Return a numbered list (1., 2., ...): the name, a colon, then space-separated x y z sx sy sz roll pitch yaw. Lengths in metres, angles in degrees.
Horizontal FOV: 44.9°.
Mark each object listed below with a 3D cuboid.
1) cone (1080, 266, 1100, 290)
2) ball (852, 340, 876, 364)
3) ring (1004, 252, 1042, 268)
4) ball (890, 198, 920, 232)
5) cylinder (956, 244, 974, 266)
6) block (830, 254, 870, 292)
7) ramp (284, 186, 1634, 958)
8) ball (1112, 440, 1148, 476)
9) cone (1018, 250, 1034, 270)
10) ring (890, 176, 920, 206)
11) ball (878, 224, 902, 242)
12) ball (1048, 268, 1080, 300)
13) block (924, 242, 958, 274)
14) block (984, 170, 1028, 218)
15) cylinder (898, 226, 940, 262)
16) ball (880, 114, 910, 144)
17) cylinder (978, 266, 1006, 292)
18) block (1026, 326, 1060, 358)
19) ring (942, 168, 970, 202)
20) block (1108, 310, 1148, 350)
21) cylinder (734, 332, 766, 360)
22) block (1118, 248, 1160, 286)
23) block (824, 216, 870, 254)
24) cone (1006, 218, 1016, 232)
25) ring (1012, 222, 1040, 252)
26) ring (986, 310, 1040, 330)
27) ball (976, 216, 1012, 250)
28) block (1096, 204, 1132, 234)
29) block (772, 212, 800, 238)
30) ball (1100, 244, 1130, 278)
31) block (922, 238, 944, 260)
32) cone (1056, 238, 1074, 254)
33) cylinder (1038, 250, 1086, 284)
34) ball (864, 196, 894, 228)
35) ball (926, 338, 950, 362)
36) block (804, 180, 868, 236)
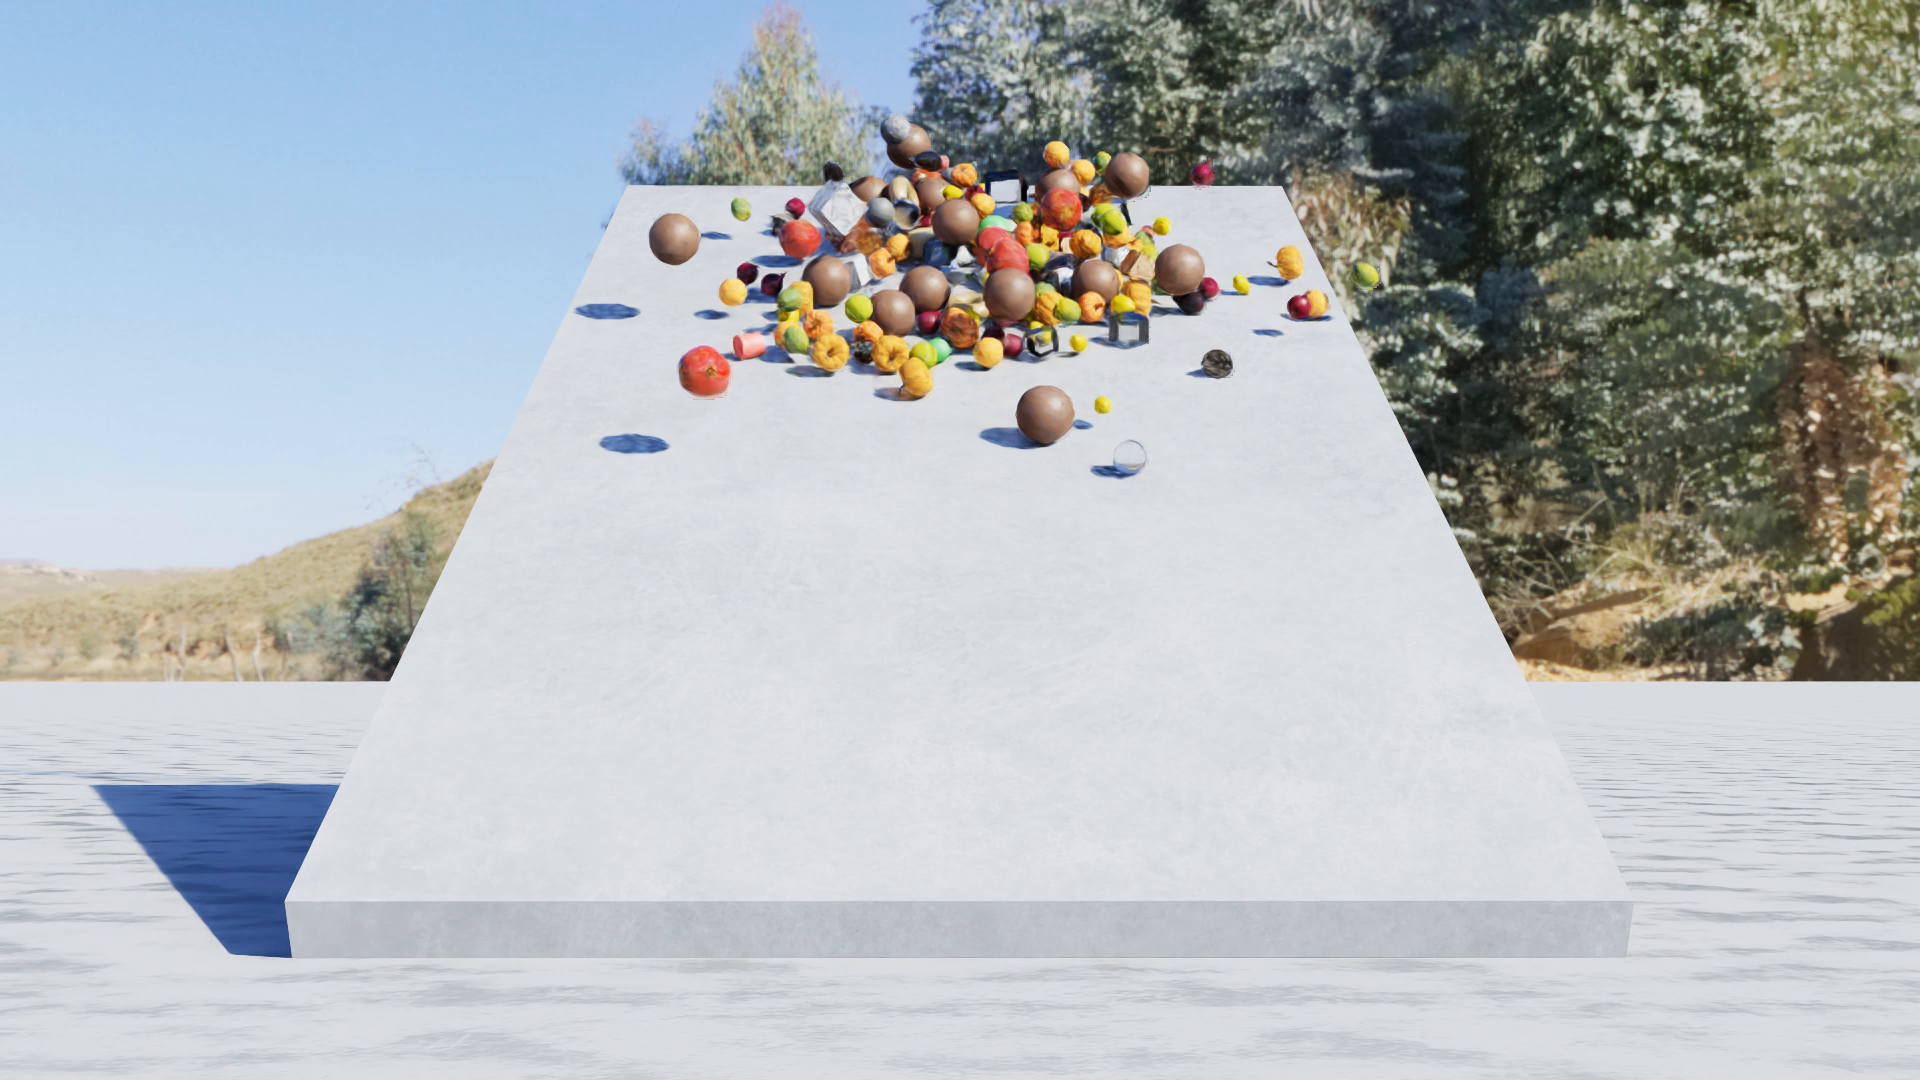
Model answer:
1. cone: 0.351 -0.699 6.122 0.060 0.060 0.060 31 23 -15
2. ball: -0.230 -0.453 5.608 0.056 0.056 0.056 0 -3 0
3. ring: 0.177 -0.761 6.330 0.112 0.037 0.112 5 -4 0
4. ball: -0.152 -0.888 6.341 0.090 0.090 0.090 0 -3 0
5. cylinder: 0.000 -0.774 6.334 0.057 0.057 0.057 -11 1 -24
6. block: -0.289 -0.708 6.143 0.071 0.071 0.071 -9 20 24
7. ramp: -0.008 -0.228 5.293 2.000 0.100 4.000 0 24 0
8. ball: 0.362 -0.176 4.962 0.075 0.075 0.075 0 -3 0
9. cone: 0.185 -0.763 6.289 0.051 0.051 0.051 19 23 -8
10. ring: -0.154 -0.944 6.491 0.050 0.149 0.149 -13 -7 17
11. ball: -0.190 -0.875 6.539 0.076 0.076 0.076 0 -3 0
12. ball: 0.271 -0.667 6.059 0.086 0.086 0.086 0 -3 0
13. block: -0.051 -0.757 6.241 0.063 0.063 0.063 -12 -12 33
14. block: 0.134 -0.996 6.696 0.098 0.098 0.098 -3 -20 17
15. cylinder: -0.114 -0.813 6.385 0.085 0.085 0.085 -14 3 -28
16. ball: -0.179 -1.131 6.398 0.084 0.084 0.084 0 -3 0
17. cylinder: 0.083 -0.689 6.139 0.052 0.052 0.052 3 26 -44
18. block: 0.200 -0.481 5.634 0.056 0.056 0.056 -21 23 -26
19. ring: -0.011 -1.056 6.910 0.040 0.120 0.120 -36 -11 10
20. block: 0.417 -0.519 5.745 0.069 0.069 0.069 -19 30 -37
21. cylinder: -0.512 -0.473 5.647 0.058 0.058 0.058 -13 3 -27
22. block: 0.471 -0.718 6.130 0.067 0.067 0.067 31 2 -27
23. block: -0.313 -0.868 6.464 0.088 0.088 0.088 -20 -37 -29
24. cone: 0.141 -0.897 6.619 0.054 0.054 0.054 0 24 0
25. ring: 0.181 -0.837 6.446 0.093 0.093 0.031 -3 -5 42
26. ring: 0.134 -0.551 5.893 0.135 0.045 0.135 4 -6 0
27. ball: 0.092 -0.834 6.316 0.096 0.096 0.096 0 -3 0
28. block: 0.427 -0.887 6.422 0.064 0.064 0.064 -14 6 32
29. block: -0.495 -0.895 6.609 0.055 0.055 0.055 -20 31 -39
30. ball: 0.422 -0.752 6.245 0.091 0.091 0.091 0 -3 0
31. block: -0.065 -0.781 6.338 0.054 0.054 0.054 -11 42 -22
32. cone: 0.283 -0.811 6.460 0.052 0.052 0.052 3 -9 -42
33. cylinder: 0.270 -0.716 6.158 0.090 0.090 0.090 17 8 40
34. ball: -0.216 -0.882 6.250 0.082 0.082 0.082 0 -3 0
35. ball: -0.053 -0.458 5.614 0.058 0.058 0.058 0 -3 0
36. block: -0.314 -0.846 5.923 0.096 0.096 0.096 45 -10 -29
